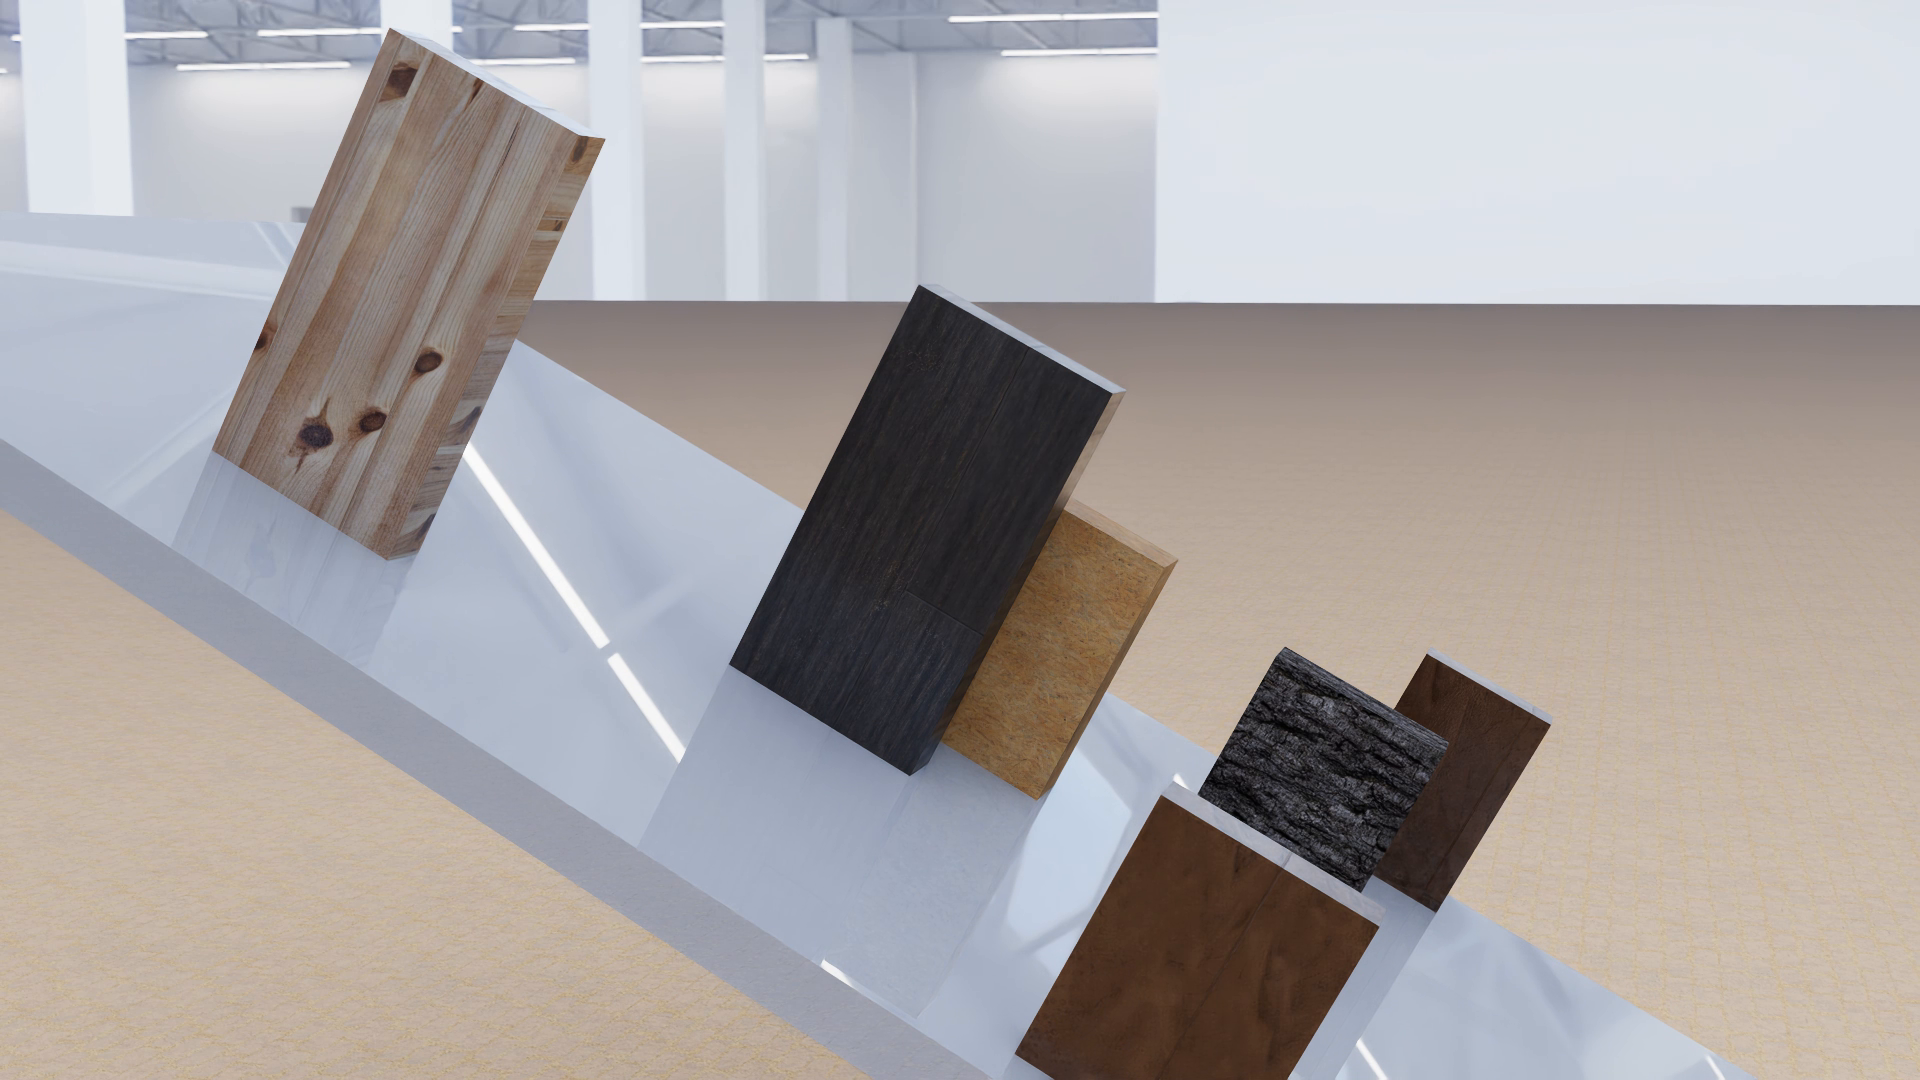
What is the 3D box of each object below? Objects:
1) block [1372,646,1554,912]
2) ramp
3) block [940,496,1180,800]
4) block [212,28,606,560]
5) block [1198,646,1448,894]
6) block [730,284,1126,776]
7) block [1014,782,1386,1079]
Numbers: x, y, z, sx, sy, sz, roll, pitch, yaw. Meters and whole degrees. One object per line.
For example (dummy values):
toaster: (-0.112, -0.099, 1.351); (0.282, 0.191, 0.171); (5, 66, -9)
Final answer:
block: (1.013, 0.512, 4.703); (0.293, 0.477, 0.094); (30, 14, 12)
ramp: (-0.218, 0.362, 4.145); (4.000, 0.100, 2.000); (30, 14, 12)
block: (0.165, 0.197, 4.179); (0.270, 0.513, 0.131); (30, 14, 12)
block: (-0.936, -0.407, 3.702); (0.383, 0.795, 0.097); (30, 14, 12)
block: (0.680, 0.488, 4.278); (0.363, 0.424, 0.114); (30, 14, 12)
block: (-0.066, -0.017, 3.949); (0.396, 0.785, 0.107); (30, 14, 12)
block: (0.336, 0.625, 3.108); (0.344, 0.447, 0.088); (30, 14, 12)
